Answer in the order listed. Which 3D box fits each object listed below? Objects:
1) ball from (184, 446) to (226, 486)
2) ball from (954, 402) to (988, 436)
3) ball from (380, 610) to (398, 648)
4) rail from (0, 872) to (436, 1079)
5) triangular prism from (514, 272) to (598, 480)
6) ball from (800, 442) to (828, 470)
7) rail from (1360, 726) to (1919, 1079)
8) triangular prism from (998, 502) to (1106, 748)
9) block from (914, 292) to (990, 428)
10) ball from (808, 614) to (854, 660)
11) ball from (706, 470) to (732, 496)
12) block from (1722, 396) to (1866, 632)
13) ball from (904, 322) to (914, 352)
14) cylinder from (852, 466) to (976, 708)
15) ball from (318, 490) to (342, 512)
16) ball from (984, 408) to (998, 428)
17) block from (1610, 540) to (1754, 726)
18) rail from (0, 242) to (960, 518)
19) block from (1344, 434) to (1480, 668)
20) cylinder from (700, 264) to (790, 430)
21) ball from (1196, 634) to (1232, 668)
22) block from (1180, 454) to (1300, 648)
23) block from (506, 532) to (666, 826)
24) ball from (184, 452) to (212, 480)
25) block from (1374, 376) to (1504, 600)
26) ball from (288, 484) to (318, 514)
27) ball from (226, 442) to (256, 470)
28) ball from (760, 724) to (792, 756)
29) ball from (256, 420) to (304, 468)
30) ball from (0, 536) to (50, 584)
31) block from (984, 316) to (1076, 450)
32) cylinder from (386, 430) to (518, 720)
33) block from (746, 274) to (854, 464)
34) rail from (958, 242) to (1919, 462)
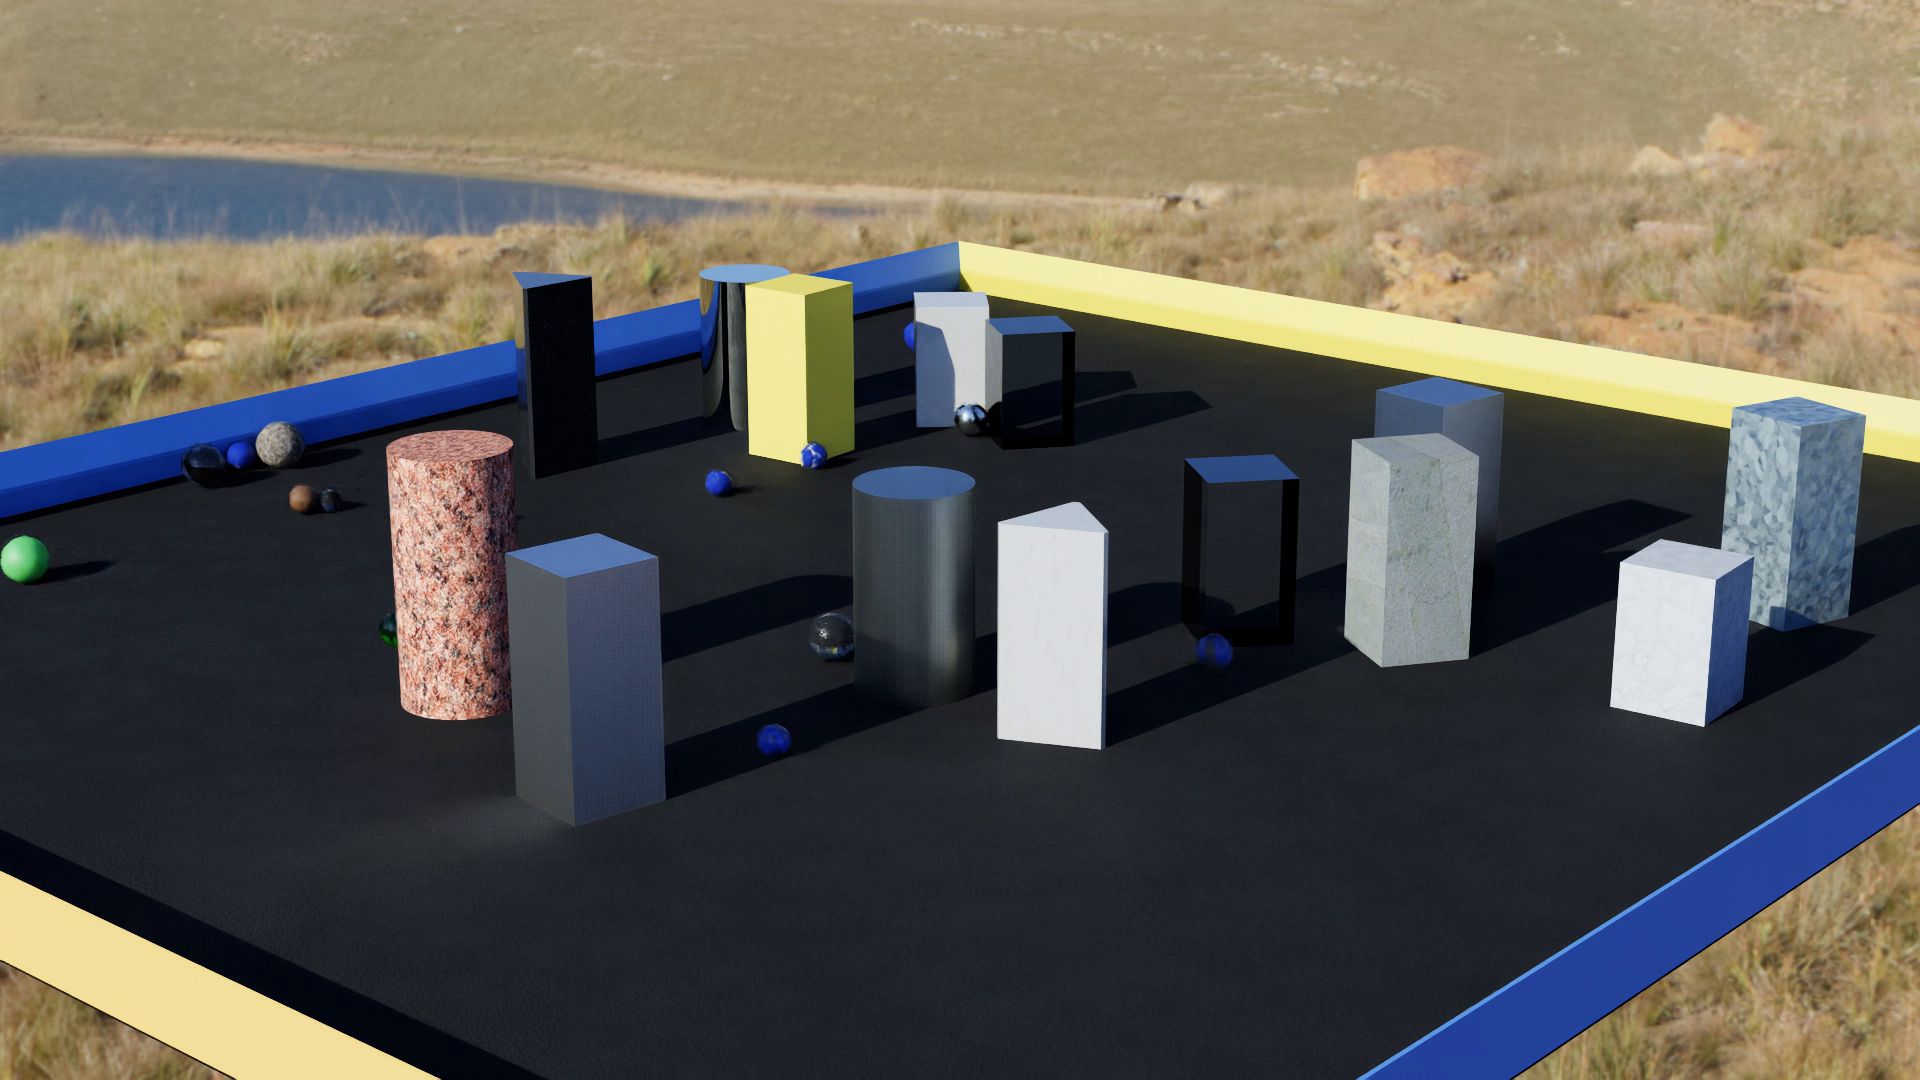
[{"bbox_3d":[-1.489,-0.146,5.777,0.081,0.081,0.081,0,17,0],"label":"ball"},{"bbox_3d":[0.023,-0.254,6.166,0.070,0.070,0.070,0,17,0],"label":"ball"},{"bbox_3d":[-0.929,0.147,4.850,0.062,0.062,0.062,0,17,0],"label":"ball"},{"bbox_3d":[-1.253,0.449,3.738,3.369,0.125,0.045,14,22,39],"label":"rail"},{"bbox_3d":[-0.844,-0.338,5.893,0.144,0.387,0.167,16,23,43],"label":"triangular prism"},{"bbox_3d":[-0.293,-0.170,5.913,0.055,0.055,0.055,0,17,0],"label":"ball"},{"bbox_3d":[1.254,0.346,4.078,0.045,0.125,3.871,14,22,39],"label":"rail"},{"bbox_3d":[0.157,0.125,4.444,0.167,0.339,0.144,5,18,16],"label":"triangular prism"},{"bbox_3d":[-0.019,-0.388,6.279,0.154,0.259,0.154,-1,17,-2],"label":"block"},{"bbox_3d":[-0.209,0.159,4.787,0.076,0.076,0.076,0,17,0],"label":"ball"},{"bbox_3d":[-0.470,-0.110,5.722,0.051,0.051,0.051,0,17,0],"label":"ball"},{"bbox_3d":[1.411,-0.046,4.981,0.154,0.356,0.154,-10,19,-30],"label":"block"},{"bbox_3d":[-0.094,-0.479,6.896,0.077,0.077,0.077,0,17,0],"label":"ball"},{"bbox_3d":[-0.072,0.072,4.620,0.192,0.338,0.192,0,17,0],"label":"cylinder"},{"bbox_3d":[-1.207,-0.075,5.620,0.042,0.042,0.042,0,17,0],"label":"ball"},{"bbox_3d":[0.057,-0.258,6.218,0.044,0.044,0.044,0,17,0],"label":"ball"},{"bbox_3d":[1.124,0.142,4.564,0.154,0.236,0.154,12,20,34],"label":"block"},{"bbox_3d":[-1.254,-0.283,6.163,0.045,0.125,3.871,14,22,39],"label":"rail"},{"bbox_3d":[0.737,0.015,4.801,0.154,0.343,0.154,-5,17,-15],"label":"block"},{"bbox_3d":[-0.456,-0.412,6.257,0.192,0.319,0.192,0,17,0],"label":"cylinder"},{"bbox_3d":[0.412,0.179,4.752,0.056,0.056,0.056,0,17,0],"label":"ball"},{"bbox_3d":[0.465,0.018,4.890,0.154,0.285,0.154,-3,17,-10],"label":"block"},{"bbox_3d":[-0.530,0.196,4.162,0.154,0.365,0.154,-14,22,-38],"label":"block"},{"bbox_3d":[-1.516,-0.147,5.838,0.054,0.054,0.054,0,17,0],"label":"ball"},{"bbox_3d":[0.825,-0.082,5.090,0.154,0.361,0.154,-13,21,-37],"label":"block"},{"bbox_3d":[-1.255,-0.078,5.606,0.056,0.056,0.056,0,17,0],"label":"ball"},{"bbox_3d":[-1.448,-0.170,5.907,0.057,0.057,0.057,0,17,0],"label":"ball"},{"bbox_3d":[-0.276,0.298,4.373,0.047,0.047,0.047,0,17,0],"label":"ball"},{"bbox_3d":[-1.370,-0.192,5.914,0.096,0.096,0.096,0,17,0],"label":"ball"},{"bbox_3d":[-1.652,0.035,5.183,0.084,0.084,0.084,0,17,0],"label":"ball"},{"bbox_3d":[0.145,-0.329,6.111,0.154,0.244,0.154,-4,17,-12],"label":"block"},{"bbox_3d":[-0.782,0.053,4.557,0.192,0.412,0.192,0,17,0],"label":"cylinder"},{"bbox_3d":[-0.326,-0.350,5.996,0.154,0.352,0.154,12,21,35],"label":"block"},{"bbox_3d":[1.253,-0.386,6.502,3.369,0.125,0.045,14,22,39],"label":"rail"}]
